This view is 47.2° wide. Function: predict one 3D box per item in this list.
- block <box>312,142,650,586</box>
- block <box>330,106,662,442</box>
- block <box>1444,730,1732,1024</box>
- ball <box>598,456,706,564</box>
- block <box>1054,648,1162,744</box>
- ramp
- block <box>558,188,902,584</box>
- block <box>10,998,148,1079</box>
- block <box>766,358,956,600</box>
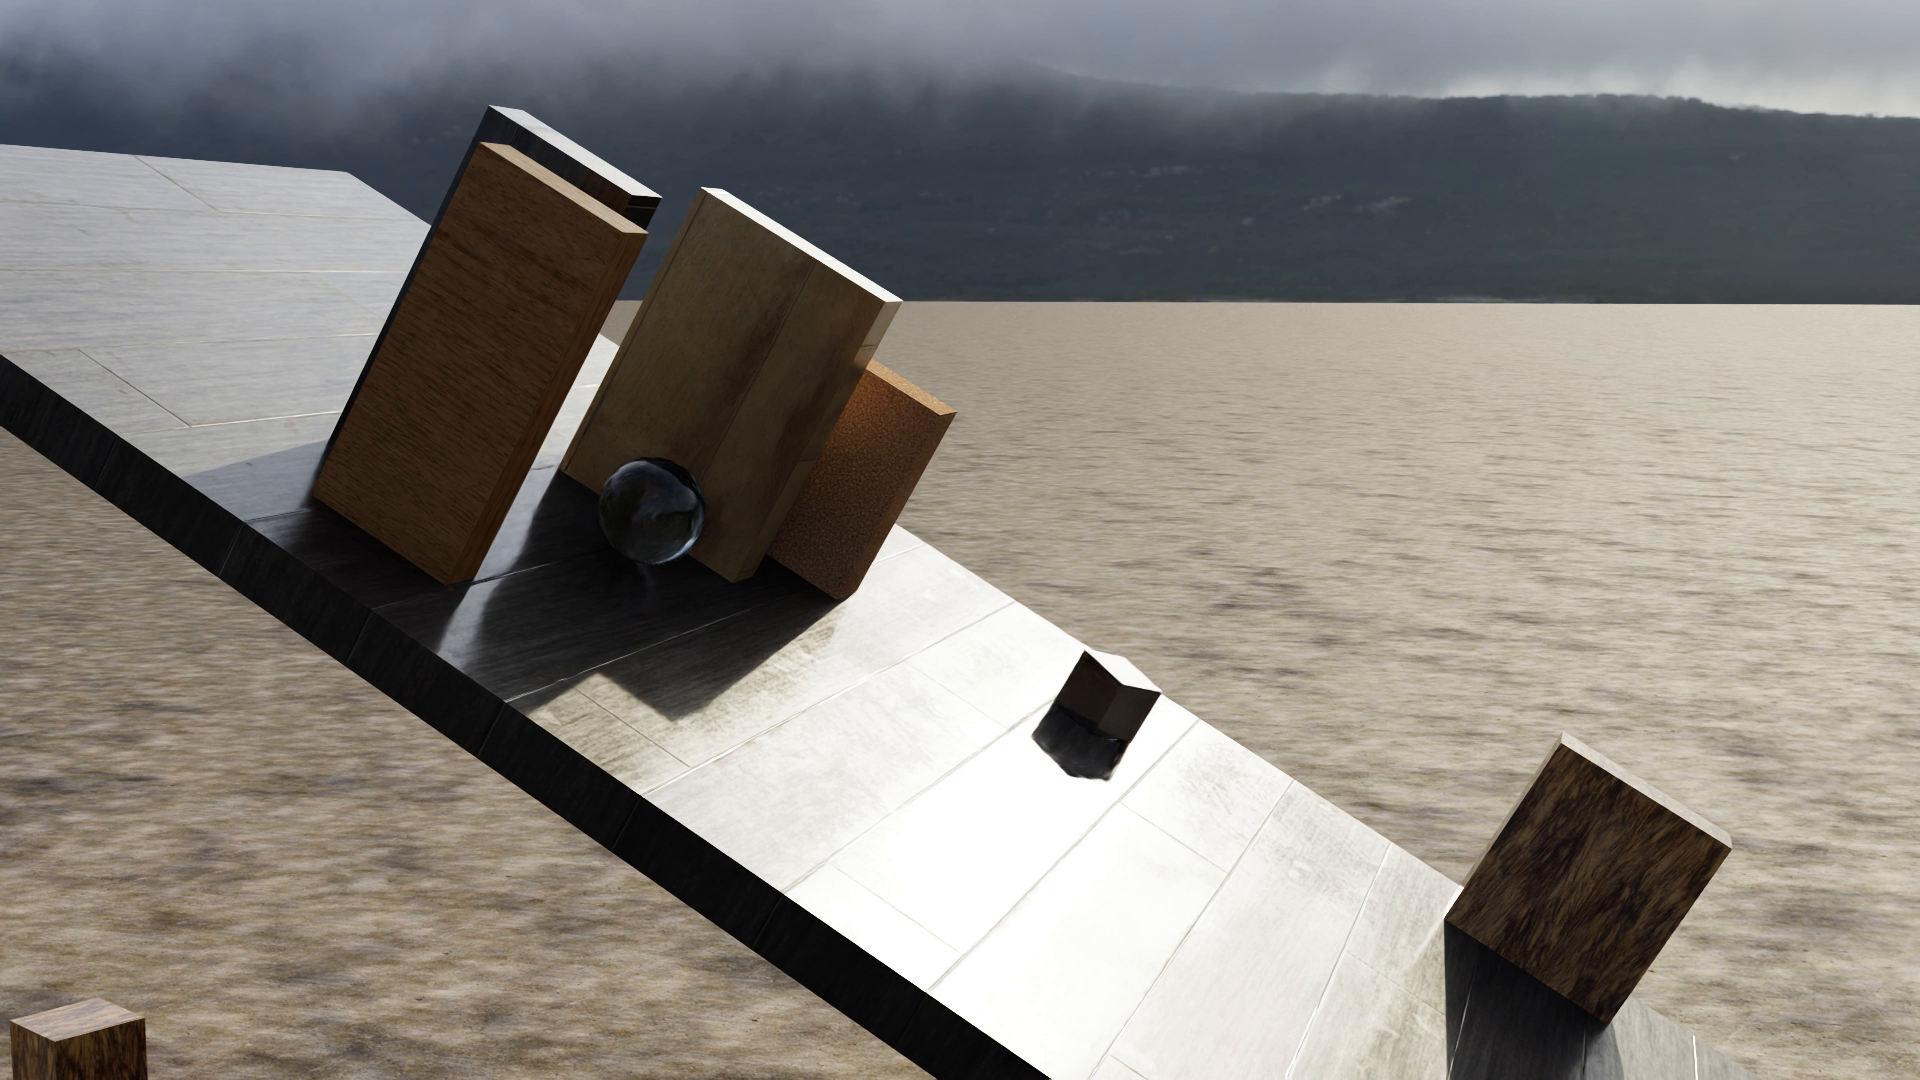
[{"bbox_3d":[-0.763,-0.275,3.474,0.277,0.638,0.094,33,15,11],"label":"block"},{"bbox_3d":[-0.793,-0.374,3.737,0.297,0.645,0.115,33,15,11],"label":"block"},{"bbox_3d":[1.291,0.694,4.536,0.388,0.446,0.122,33,15,11],"label":"block"},{"bbox_3d":[-0.561,-0.054,4.005,0.195,0.195,0.195,0,7,0],"label":"ball"},{"bbox_3d":[0.304,0.323,4.527,0.130,0.130,0.130,14,21,-46],"label":"block"},{"bbox_3d":[-0.183,0.301,4.127,4.000,0.100,2.000,33,15,11],"label":"ramp"},{"bbox_3d":[-0.444,-0.294,4.194,0.420,0.617,0.101,33,15,11],"label":"block"},{"bbox_3d":[-1.951,1.161,4.872,0.206,0.206,0.206,6,9,41],"label":"block"},{"bbox_3d":[-0.312,-0.187,4.455,0.449,0.434,0.114,33,15,11],"label":"block"}]
